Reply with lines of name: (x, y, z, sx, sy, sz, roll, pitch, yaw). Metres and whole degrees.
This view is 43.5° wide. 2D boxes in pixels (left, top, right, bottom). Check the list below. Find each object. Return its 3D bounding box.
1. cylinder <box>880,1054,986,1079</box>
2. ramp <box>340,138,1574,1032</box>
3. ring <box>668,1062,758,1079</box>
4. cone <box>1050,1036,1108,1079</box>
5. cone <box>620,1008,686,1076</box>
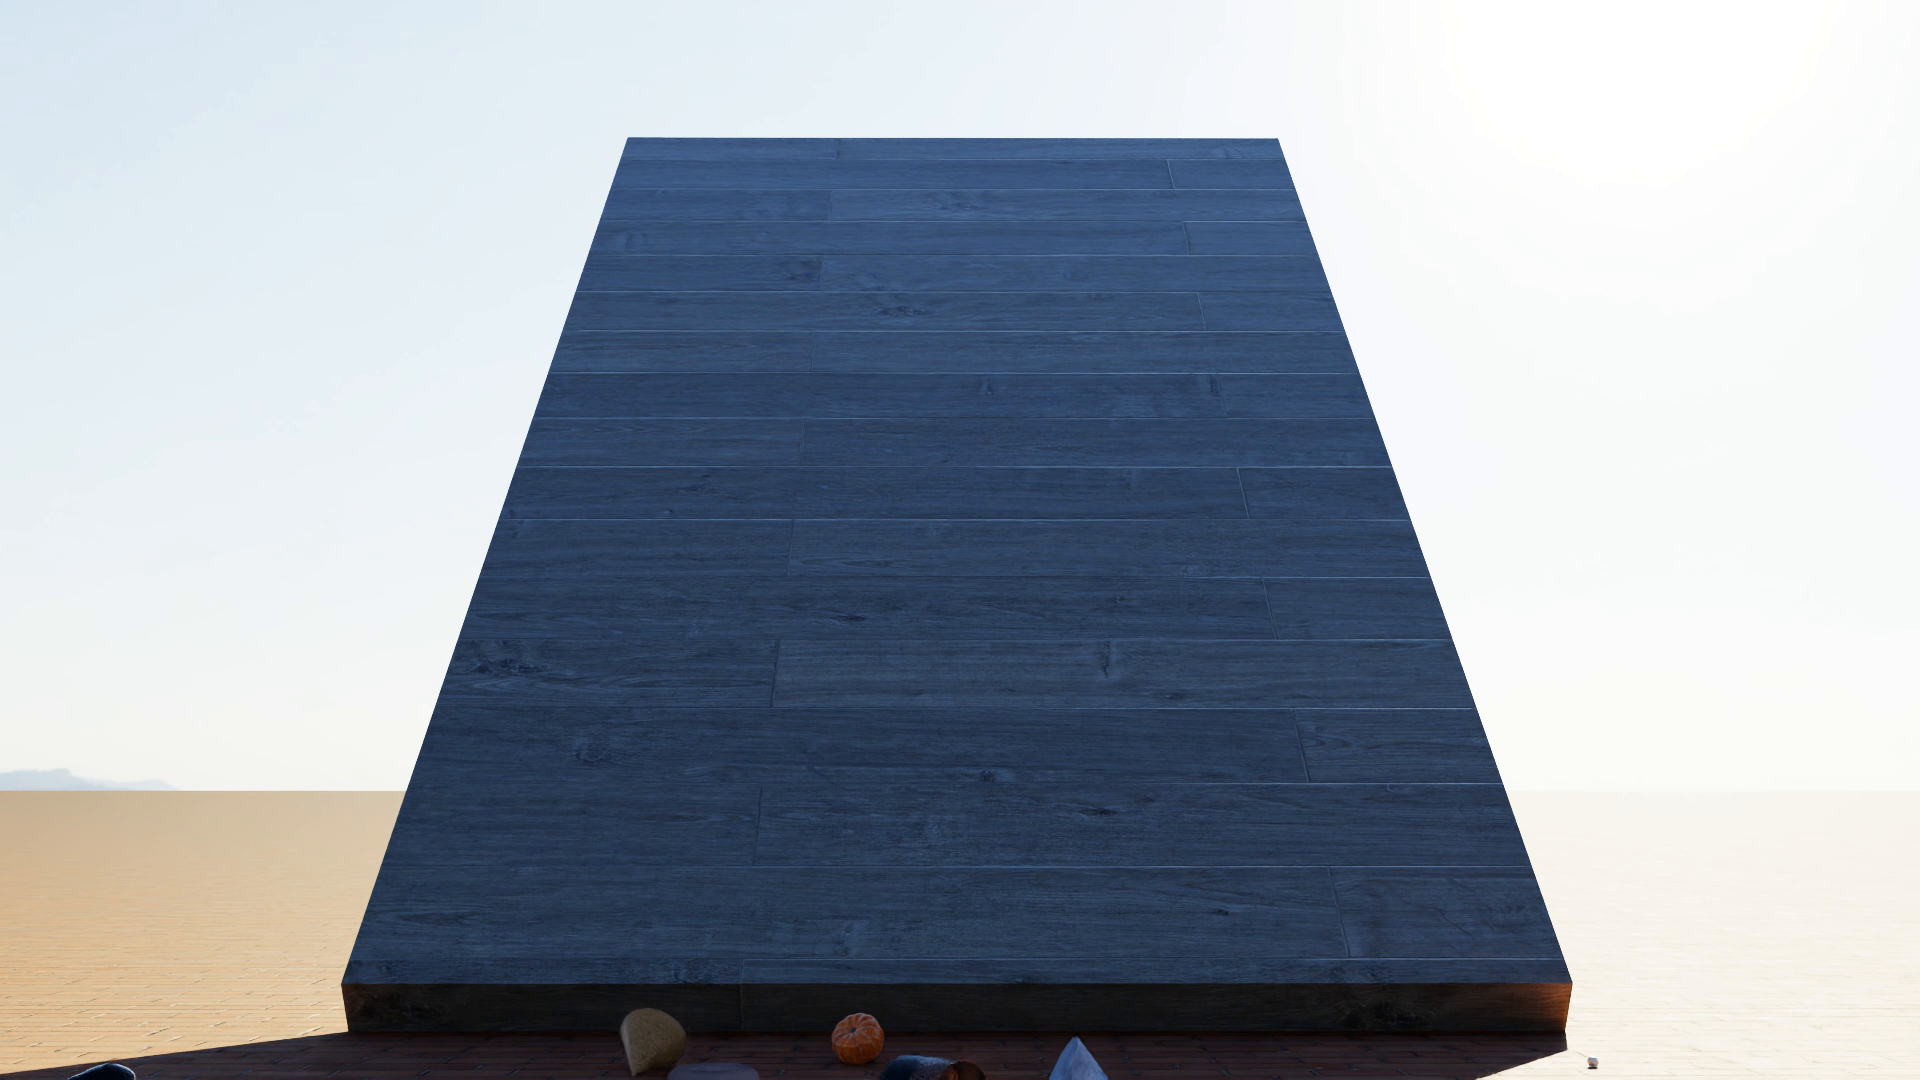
cylinder: (-0.031, 0.639, 2.754, 0.091, 0.091, 0.091, 6, -8, -44)
ramp: (-0.012, -0.215, 5.672, 2.000, 0.100, 4.000, 0, 29, 0)
ring: (-0.319, 0.701, 3.106, 0.122, 0.041, 0.122, -1, -4, 0)
cone: (0.169, 0.688, 3.006, 0.100, 0.100, 0.100, 27, -8, -3)
cone: (-0.446, 0.727, 3.380, 0.098, 0.098, 0.098, -1, 21, 12)
